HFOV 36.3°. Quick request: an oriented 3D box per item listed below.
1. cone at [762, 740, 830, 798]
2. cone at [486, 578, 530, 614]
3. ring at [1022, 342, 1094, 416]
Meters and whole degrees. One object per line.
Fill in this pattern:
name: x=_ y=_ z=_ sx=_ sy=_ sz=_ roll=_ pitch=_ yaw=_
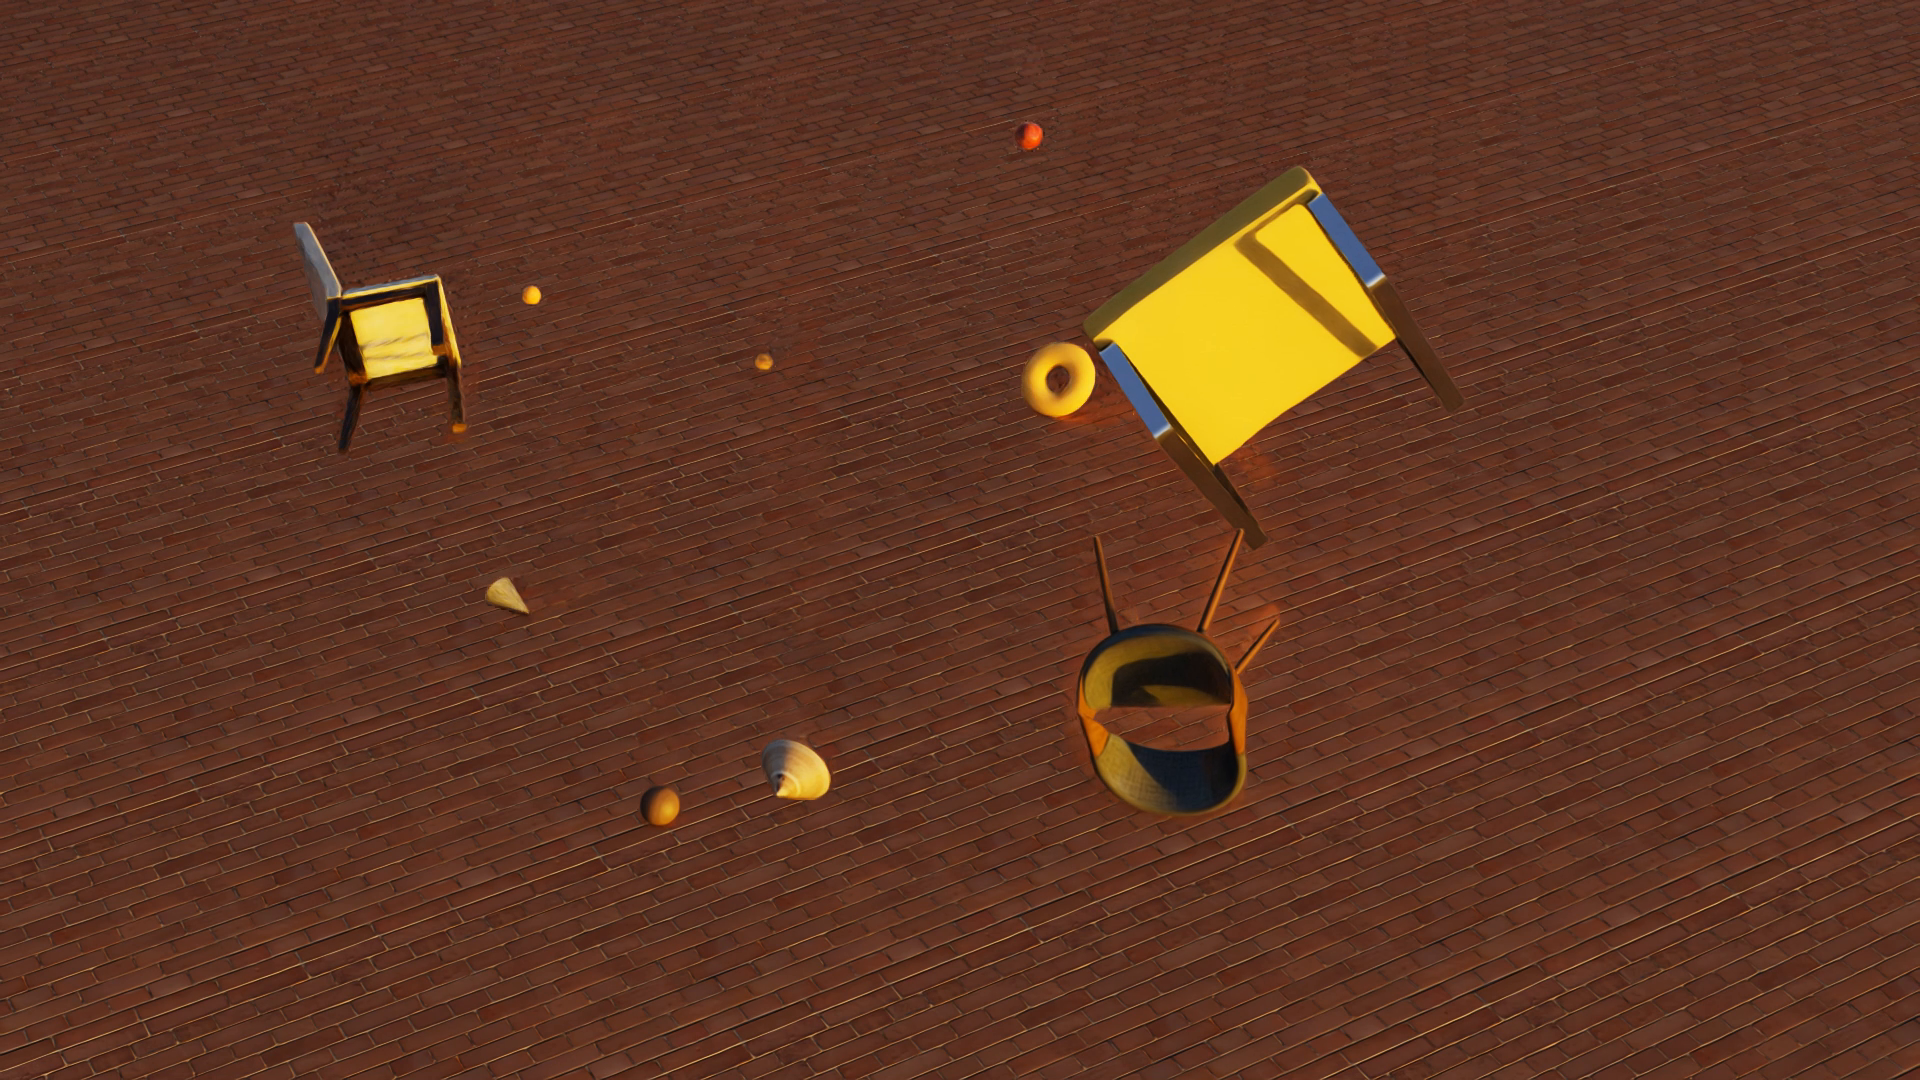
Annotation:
cone: x=-0.565 y=0.788 z=9.536 sx=0.250 sy=0.236 sz=0.144 roll=29 pitch=41 yaw=6
cone: x=-1.601 y=0.223 z=10.533 sx=0.156 sy=0.110 sz=0.146 roll=34 pitch=6 yaw=19
ring: x=0.392 y=-0.639 z=11.673 sx=0.289 sy=0.313 sz=0.080 roll=56 pitch=16 yaw=15
